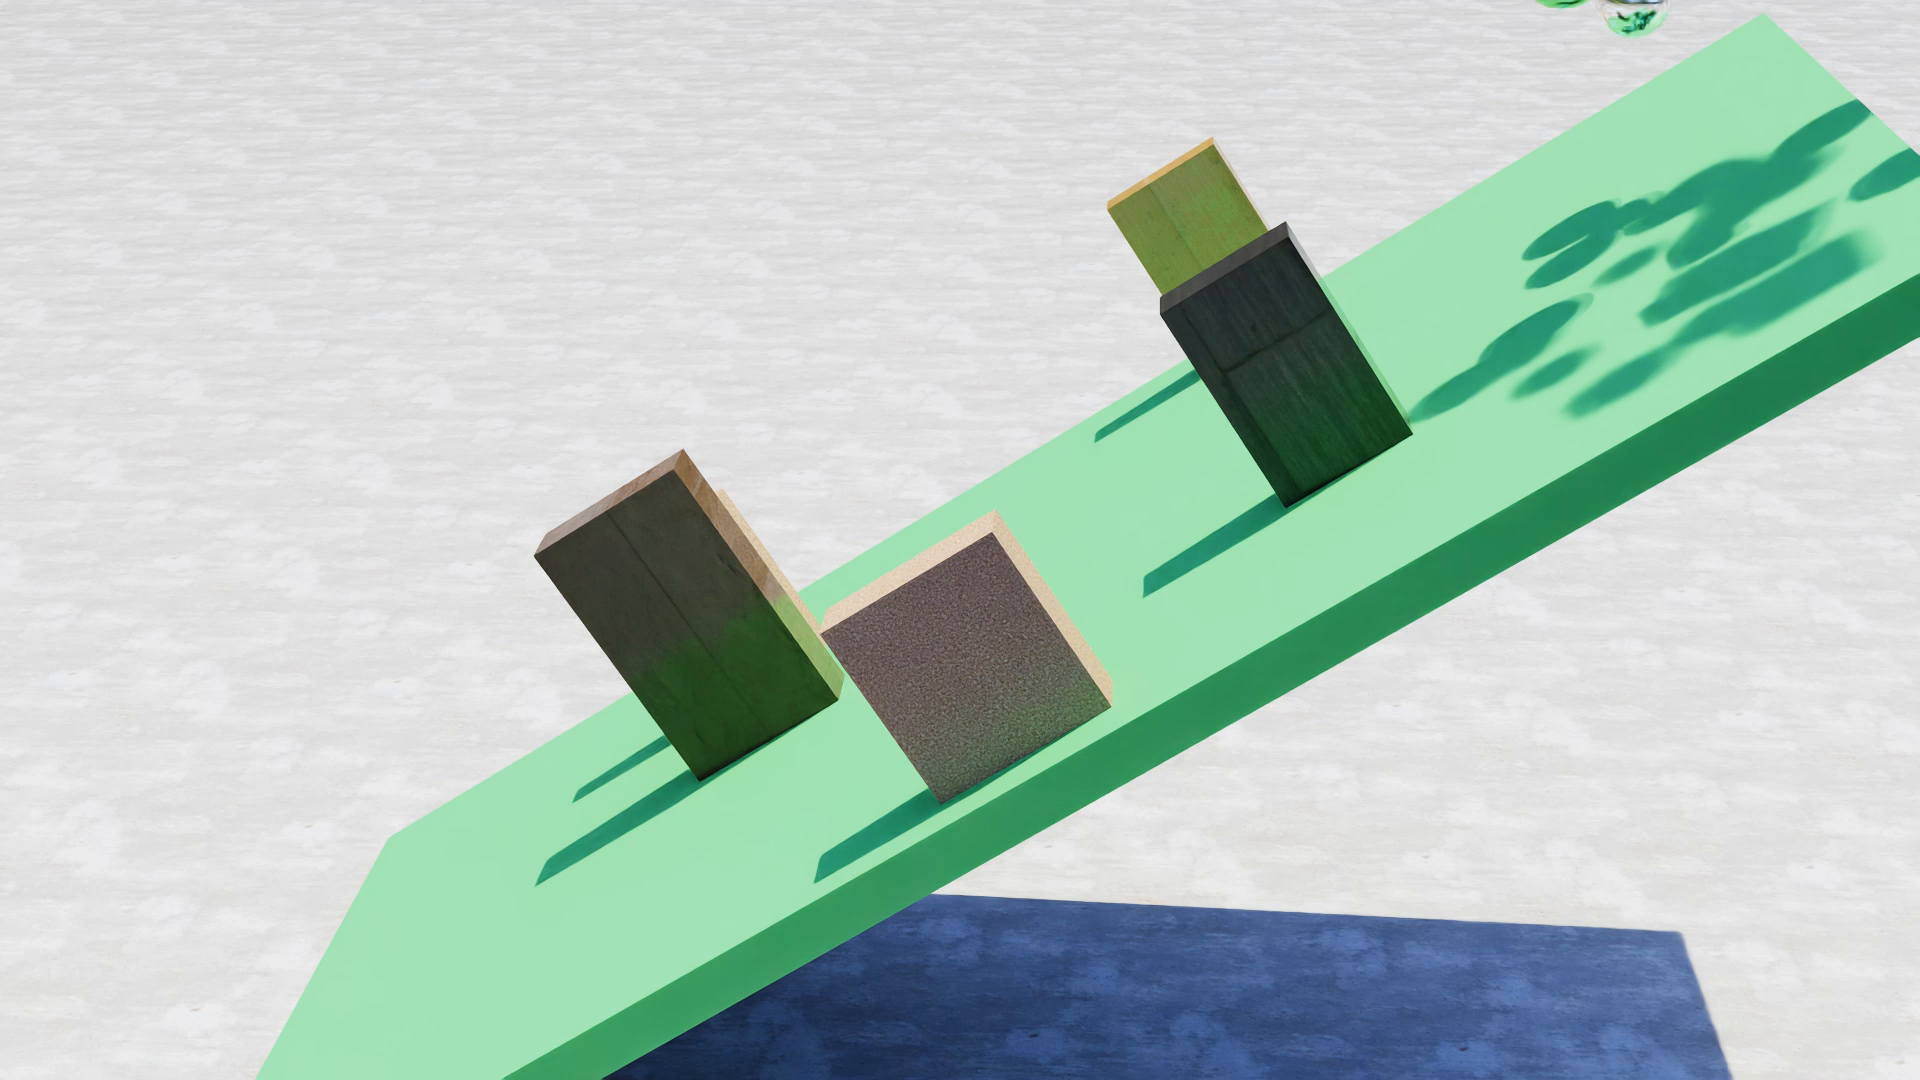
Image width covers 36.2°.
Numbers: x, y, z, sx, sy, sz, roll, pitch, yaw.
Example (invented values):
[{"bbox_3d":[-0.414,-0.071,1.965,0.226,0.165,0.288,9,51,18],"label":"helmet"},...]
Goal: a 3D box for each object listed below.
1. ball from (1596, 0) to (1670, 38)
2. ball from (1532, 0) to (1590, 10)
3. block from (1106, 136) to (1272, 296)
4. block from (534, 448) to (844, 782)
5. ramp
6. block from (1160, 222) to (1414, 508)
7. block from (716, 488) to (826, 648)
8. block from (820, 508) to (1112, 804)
[{"bbox_3d":[1.365,-1.092,5.962,0.147,0.147,0.147,0,20,0],"label":"ball"},{"bbox_3d":[1.147,-1.107,5.598,0.191,0.191,0.191,0,20,0],"label":"ball"},{"bbox_3d":[0.586,-0.668,6.858,0.288,0.454,0.082,-31,15,14],"label":"block"},{"bbox_3d":[-0.587,0.168,6.435,0.373,0.628,0.138,-31,15,14],"label":"block"},{"bbox_3d":[0.139,0.171,6.296,4.000,0.100,2.000,-31,15,14],"label":"ramp"},{"bbox_3d":[0.634,-0.340,5.724,0.287,0.466,0.123,-31,15,14],"label":"block"},{"bbox_3d":[-0.604,0.169,6.841,0.415,0.435,0.080,-31,15,14],"label":"block"},{"bbox_3d":[0.015,0.218,5.441,0.377,0.403,0.123,-31,15,14],"label":"block"}]
